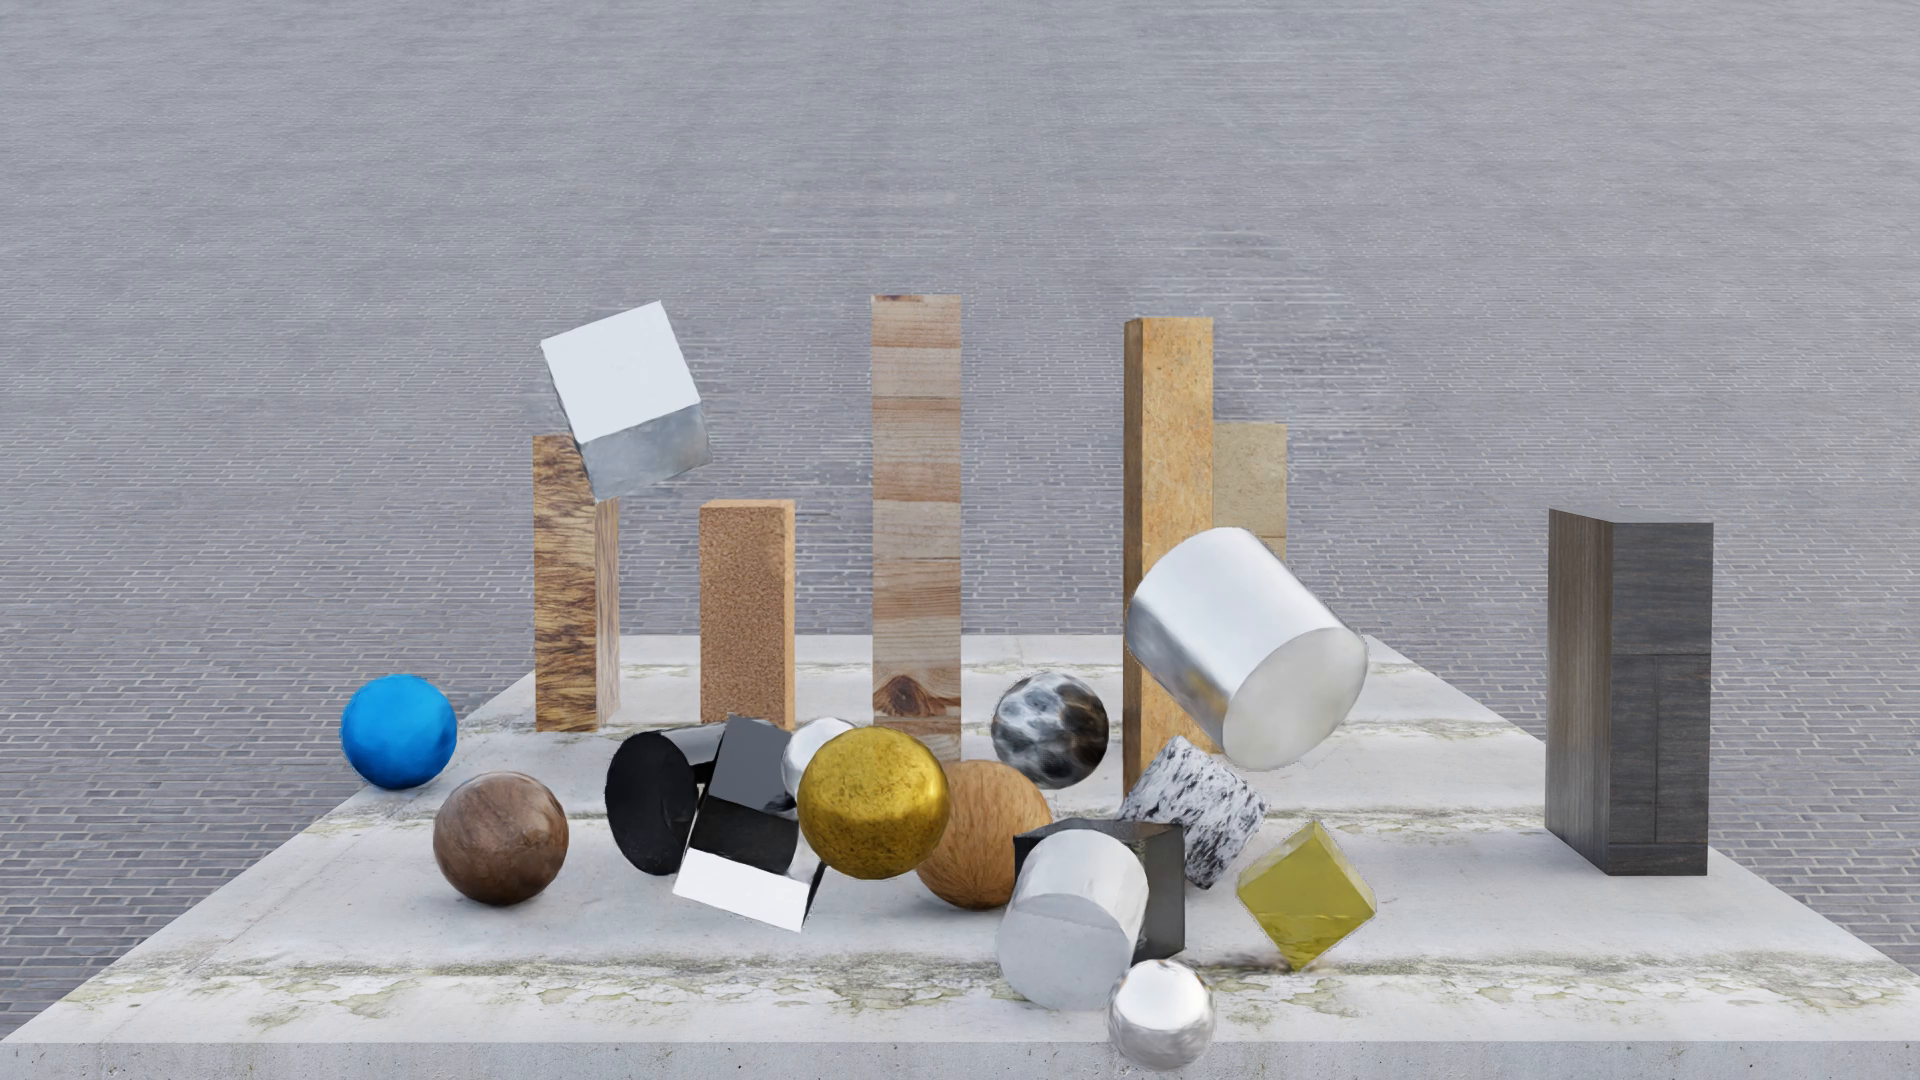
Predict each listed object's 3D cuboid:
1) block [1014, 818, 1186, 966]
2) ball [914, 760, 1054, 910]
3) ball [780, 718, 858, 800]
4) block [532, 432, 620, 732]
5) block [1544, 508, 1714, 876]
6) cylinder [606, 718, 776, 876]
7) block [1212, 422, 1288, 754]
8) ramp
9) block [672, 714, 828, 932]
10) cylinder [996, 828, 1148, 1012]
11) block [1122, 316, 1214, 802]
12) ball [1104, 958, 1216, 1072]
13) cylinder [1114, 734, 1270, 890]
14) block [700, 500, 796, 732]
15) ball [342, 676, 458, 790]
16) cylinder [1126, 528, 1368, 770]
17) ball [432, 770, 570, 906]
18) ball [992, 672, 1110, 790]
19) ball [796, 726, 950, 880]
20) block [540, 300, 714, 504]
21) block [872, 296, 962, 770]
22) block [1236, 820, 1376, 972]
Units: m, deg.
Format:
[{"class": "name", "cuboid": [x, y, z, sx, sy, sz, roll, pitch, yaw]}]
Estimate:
[{"class": "block", "cuboid": [0.159, 0.399, 2.894, 0.143, 0.143, 0.143, 0, 3, 29]}, {"class": "ball", "cuboid": [0.024, 0.363, 3.170, 0.184, 0.184, 0.184, 0, 20, 0]}, {"class": "ball", "cuboid": [-0.151, 0.260, 2.958, 0.111, 0.111, 0.111, 0, 20, 0]}, {"class": "block", "cuboid": [-0.730, 0.071, 4.905, 0.112, 0.547, 0.333, 0, 4, 0]}, {"class": "block", "cuboid": [0.917, 0.198, 3.544, 0.130, 0.465, 0.366, 0, 4, 0]}, {"class": "cylinder", "cuboid": [-0.341, 0.342, 3.445, 0.190, 0.190, 0.190, 18, 14, 40]}, {"class": "block", "cuboid": [0.501, 0.077, 4.598, 0.127, 0.574, 0.303, 0, 4, 0]}, {"class": "ramp", "cuboid": [0.046, 0.419, 4.535, 2.000, 0.100, 4.000, 0, 4, 0]}, {"class": "block", "cuboid": [-0.232, 0.336, 3.050, 0.158, 0.158, 0.158, 18, 32, -6]}, {"class": "cylinder", "cuboid": [0.120, 0.398, 2.694, 0.139, 0.139, 0.139, 4, 22, 11]}, {"class": "block", "cuboid": [0.283, 0.065, 3.537, 0.091, 0.733, 0.376, 0, 4, 0]}, {"class": "ball", "cuboid": [0.195, 0.461, 2.494, 0.107, 0.107, 0.107, 0, 20, 0]}, {"class": "cylinder", "cuboid": [0.294, 0.346, 3.273, 0.143, 0.143, 0.143, 36, 25, 1]}, {"class": "block", "cuboid": [-0.386, 0.146, 4.686, 0.150, 0.427, 0.284, 0, 4, 0]}, {"class": "ball", "cuboid": [-0.893, 0.307, 4.092, 0.181, 0.181, 0.181, 0, 20, 0]}, {"class": "cylinder", "cuboid": [0.300, 0.113, 2.698, 0.183, 0.183, 0.183, -12, 40, -29]}, {"class": "ball", "cuboid": [-0.571, 0.370, 3.195, 0.167, 0.167, 0.167, 0, 20, 0]}, {"class": "ball", "cuboid": [0.130, 0.275, 3.698, 0.170, 0.170, 0.170, 0, 20, 0]}, {"class": "ball", "cuboid": [-0.092, 0.280, 2.741, 0.164, 0.164, 0.164, 0, 20, 0]}, {"class": "block", "cuboid": [-0.482, -0.200, 3.730, 0.182, 0.182, 0.182, -20, 65, -9]}, {"class": "block", "cuboid": [-0.068, -0.003, 4.218, 0.138, 0.782, 0.426, 0, 4, 0]}, {"class": "block", "cuboid": [0.388, 0.397, 2.881, 0.109, 0.109, 0.109, -38, -2, 9]}]
